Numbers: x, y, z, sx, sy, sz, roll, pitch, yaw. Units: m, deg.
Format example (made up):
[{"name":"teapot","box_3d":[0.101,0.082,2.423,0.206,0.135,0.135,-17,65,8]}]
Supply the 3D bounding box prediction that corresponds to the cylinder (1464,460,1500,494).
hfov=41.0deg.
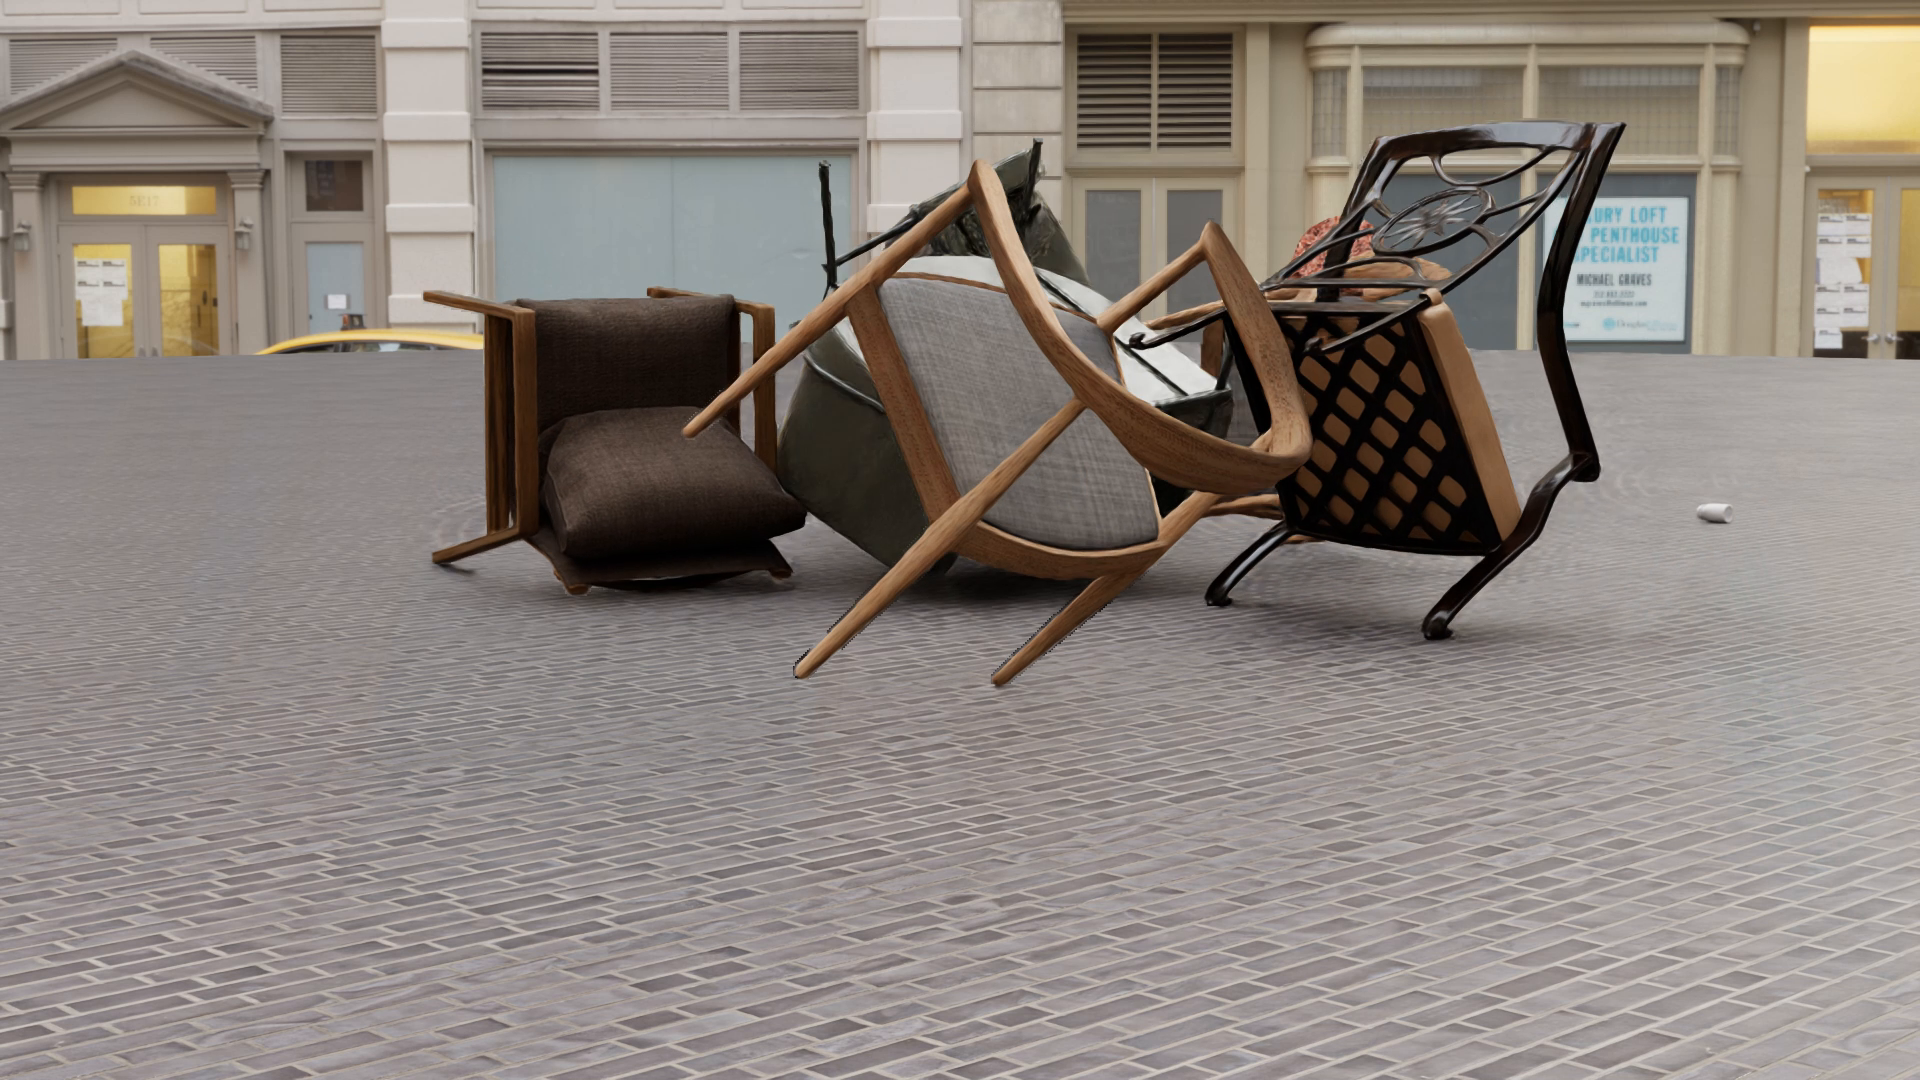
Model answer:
[{"name":"cylinder","box_3d":[1.350,-0.164,6.634,0.072,0.057,0.056,34,28,-3]}]

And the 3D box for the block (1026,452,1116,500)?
[{"name":"block","box_3d":[0.334,-0.193,7.680,0.120,0.125,0.277,5,8,42]}]

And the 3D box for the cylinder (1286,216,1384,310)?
[{"name":"cylinder","box_3d":[0.902,-0.666,6.176,0.235,0.184,0.105,-32,-17,-16]}]
